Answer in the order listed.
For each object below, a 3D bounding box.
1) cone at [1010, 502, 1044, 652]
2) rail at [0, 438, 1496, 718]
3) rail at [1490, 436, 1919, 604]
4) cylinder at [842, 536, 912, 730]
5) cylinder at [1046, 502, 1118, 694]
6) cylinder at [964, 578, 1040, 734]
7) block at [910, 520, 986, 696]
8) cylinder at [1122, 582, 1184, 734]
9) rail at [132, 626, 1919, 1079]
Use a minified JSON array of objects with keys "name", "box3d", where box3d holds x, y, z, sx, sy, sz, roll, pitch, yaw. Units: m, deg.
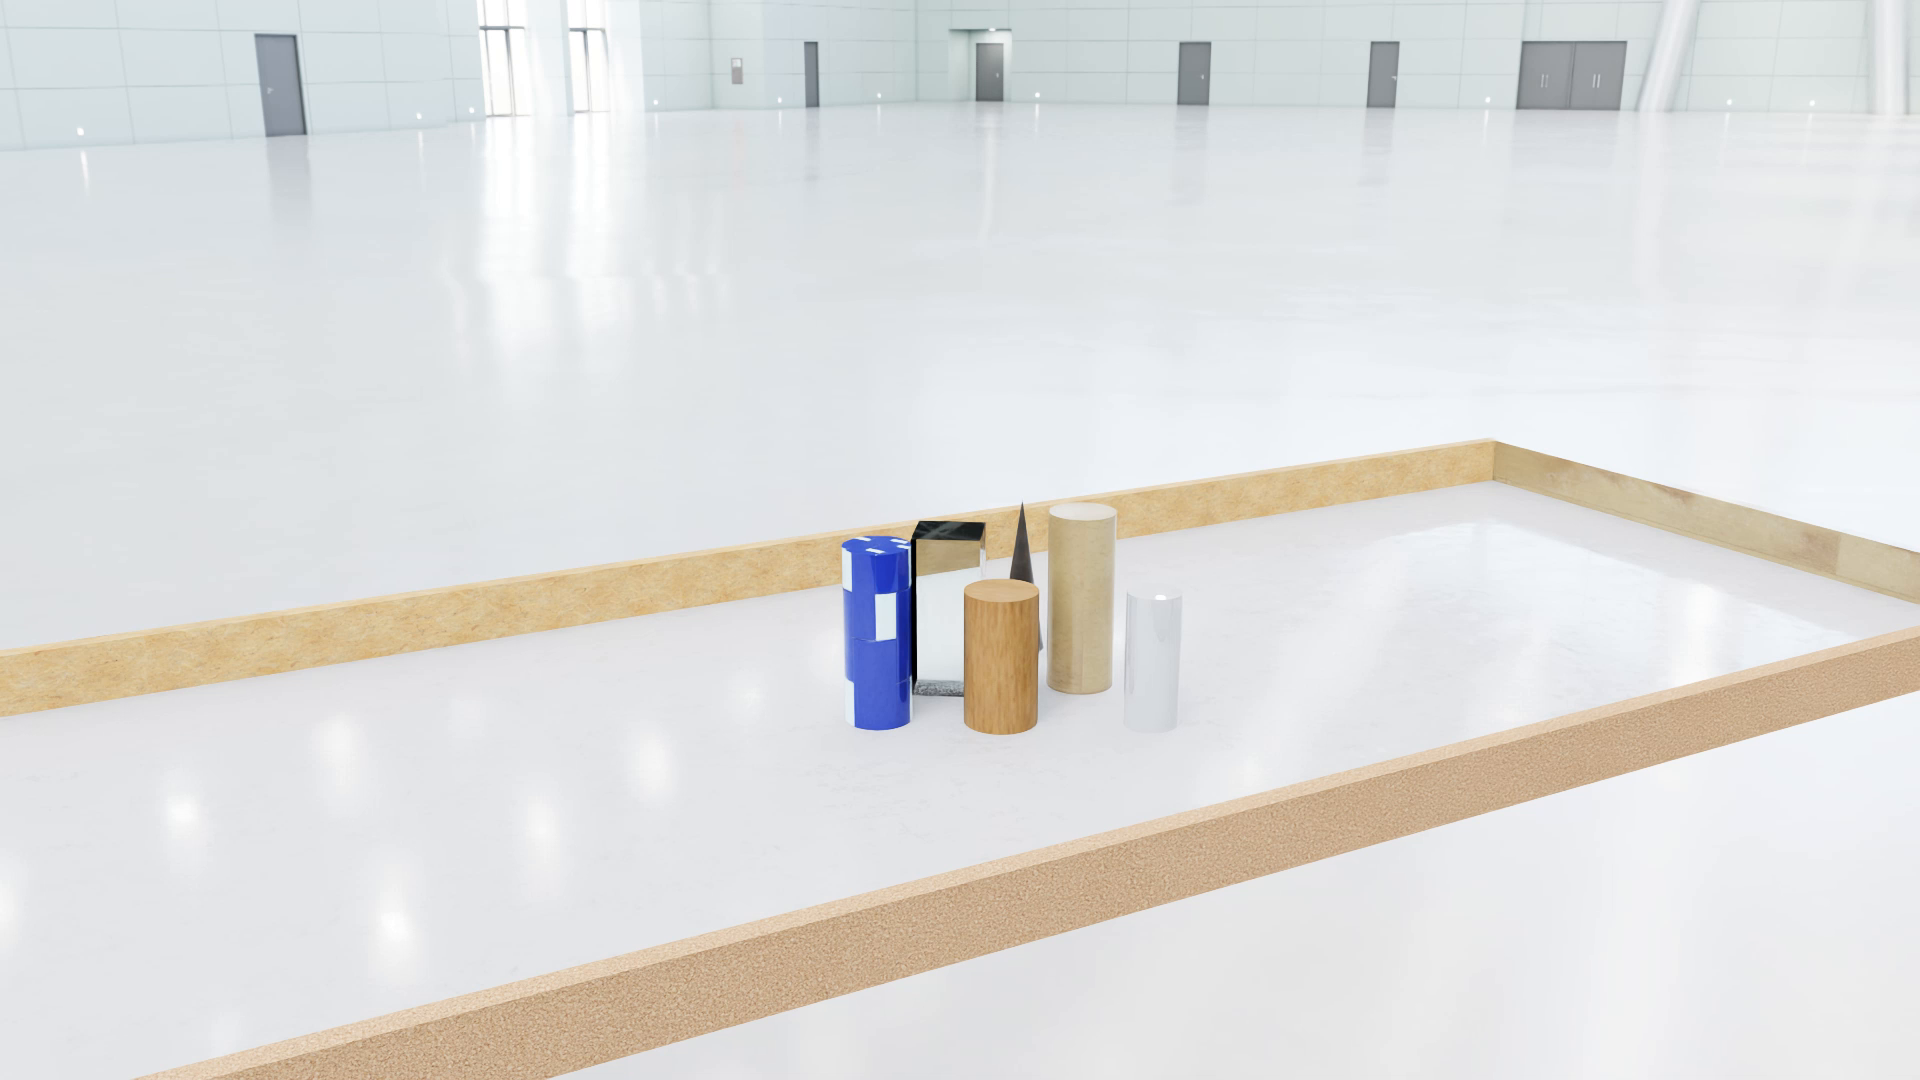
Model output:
[{"name":"cone","box3d":[0.162,0.087,4.331,0.121,0.409,0.121,0,16,0]},{"name":"rail","box3d":[-3.305,0.497,3.399,12.000,0.150,0.050,-9,18,-27]},{"name":"rail","box3d":[2.466,-0.048,5.253,0.050,0.150,2.100,-9,18,-27]},{"name":"cylinder","box3d":[-0.193,0.217,3.860,0.160,0.427,0.160,0,16,0]},{"name":"cylinder","box3d":[0.299,0.144,4.075,0.166,0.446,0.166,0,16,0]},{"name":"cylinder","box3d":[0.096,0.271,3.857,0.175,0.324,0.175,0,16,0]},{"name":"block","box3d":[-0.027,0.169,4.072,0.167,0.400,0.167,2,16,5]},{"name":"cylinder","box3d":[0.449,0.274,3.845,0.130,0.326,0.130,0,16,0]},{"name":"rail","box3d":[-2.336,1.006,1.665,12.000,0.150,0.050,-9,18,-27]}]
